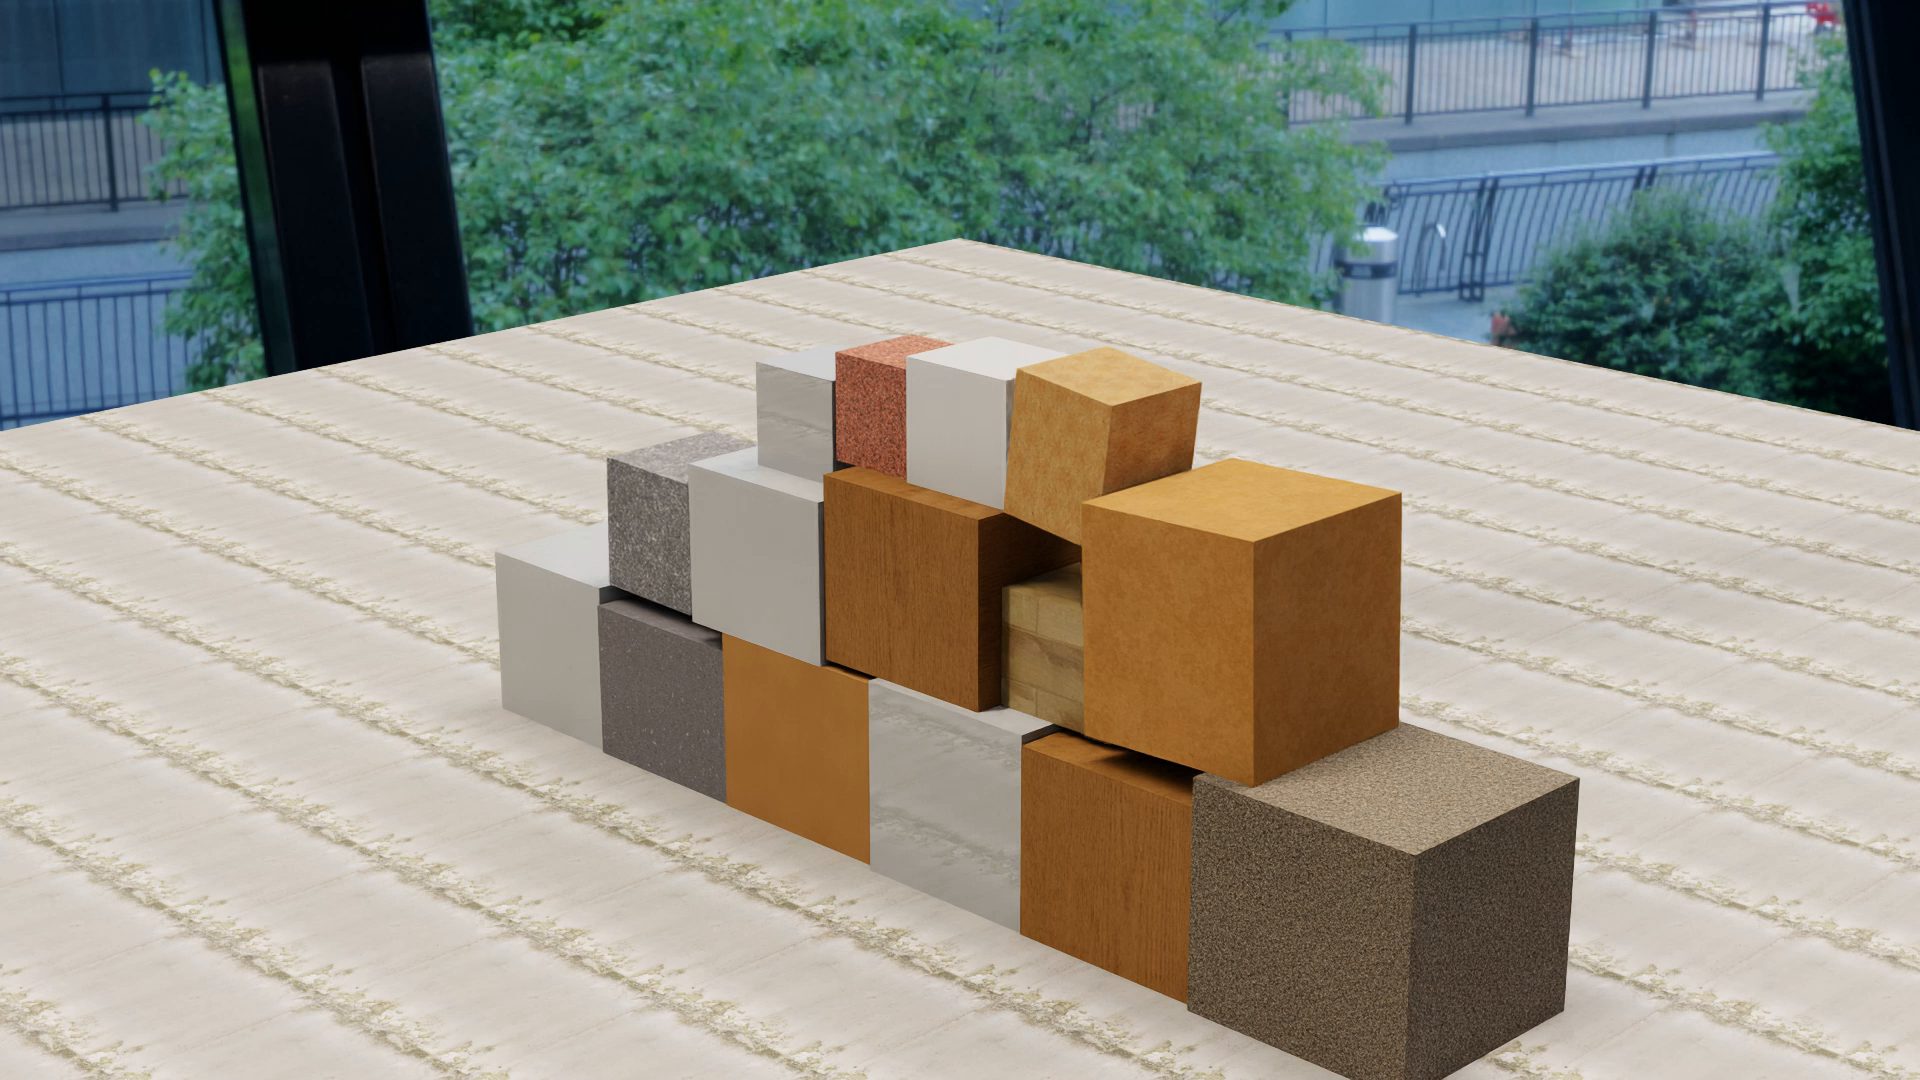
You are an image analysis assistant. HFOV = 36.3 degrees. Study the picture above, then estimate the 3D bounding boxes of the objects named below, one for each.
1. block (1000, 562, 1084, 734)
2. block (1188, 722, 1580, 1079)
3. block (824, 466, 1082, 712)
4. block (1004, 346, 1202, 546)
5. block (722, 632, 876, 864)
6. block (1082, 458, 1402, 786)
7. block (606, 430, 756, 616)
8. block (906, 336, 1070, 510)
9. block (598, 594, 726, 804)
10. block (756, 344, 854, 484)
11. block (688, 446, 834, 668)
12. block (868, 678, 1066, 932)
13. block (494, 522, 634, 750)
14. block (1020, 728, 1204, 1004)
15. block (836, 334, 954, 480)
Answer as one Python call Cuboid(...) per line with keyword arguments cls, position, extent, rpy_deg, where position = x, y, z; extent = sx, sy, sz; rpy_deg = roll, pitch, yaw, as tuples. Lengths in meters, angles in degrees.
Cuboid(cls="block", position=(0.622, 0.470, 12.838), extent=(0.606, 0.549, 0.642), rpy_deg=(-17, 24, -42))
Cuboid(cls="block", position=(1.722, 1.454, 11.988), extent=(1.105, 1.038, 1.105), rpy_deg=(-17, 24, -42))
Cuboid(cls="block", position=(0.037, 0.139, 13.331), extent=(0.866, 0.884, 0.985), rpy_deg=(-17, 24, -42))
Cuboid(cls="block", position=(0.609, -0.398, 12.584), extent=(0.572, 0.656, 0.550), rpy_deg=(-17, 31, -42))
Cuboid(cls="block", position=(-0.426, 0.873, 14.078), extent=(0.953, 0.892, 1.047), rpy_deg=(-17, 24, -42))
Cuboid(cls="block", position=(1.175, 0.314, 12.218), extent=(0.961, 1.016, 0.915), rpy_deg=(-17, 22, -42))
Cuboid(cls="block", position=(-1.241, -0.078, 14.602), extent=(0.771, 0.668, 0.688), rpy_deg=(18, 25, 42))
Cuboid(cls="block", position=(0.169, -0.526, 13.005), extent=(0.538, 0.582, 0.613), rpy_deg=(-17, 24, -42))
Cuboid(cls="block", position=(-1.147, 0.708, 14.776), extent=(0.927, 0.788, 0.964), rpy_deg=(-17, 24, -42))
Cuboid(cls="block", position=(-0.599, -0.592, 13.772), extent=(0.484, 0.502, 0.524), rpy_deg=(-17, 24, -42))
Cuboid(cls="block", position=(-0.632, 0.012, 14.009), extent=(0.911, 0.792, 0.944), rpy_deg=(17, 24, 42))
Cuboid(cls="block", position=(0.290, 1.071, 13.390), extent=(1.031, 0.928, 0.956), rpy_deg=(-17, 24, -42))
Cuboid(cls="block", position=(-1.808, 0.474, 15.384), extent=(0.864, 0.872, 0.871), rpy_deg=(-17, 24, -42))
Cuboid(cls="block", position=(0.967, 1.304, 12.717), extent=(1.000, 0.886, 0.989), rpy_deg=(-17, 24, -42))
Cuboid(cls="block", position=(-0.224, -0.612, 13.396), extent=(0.486, 0.511, 0.486), rpy_deg=(-17, 24, -42))
